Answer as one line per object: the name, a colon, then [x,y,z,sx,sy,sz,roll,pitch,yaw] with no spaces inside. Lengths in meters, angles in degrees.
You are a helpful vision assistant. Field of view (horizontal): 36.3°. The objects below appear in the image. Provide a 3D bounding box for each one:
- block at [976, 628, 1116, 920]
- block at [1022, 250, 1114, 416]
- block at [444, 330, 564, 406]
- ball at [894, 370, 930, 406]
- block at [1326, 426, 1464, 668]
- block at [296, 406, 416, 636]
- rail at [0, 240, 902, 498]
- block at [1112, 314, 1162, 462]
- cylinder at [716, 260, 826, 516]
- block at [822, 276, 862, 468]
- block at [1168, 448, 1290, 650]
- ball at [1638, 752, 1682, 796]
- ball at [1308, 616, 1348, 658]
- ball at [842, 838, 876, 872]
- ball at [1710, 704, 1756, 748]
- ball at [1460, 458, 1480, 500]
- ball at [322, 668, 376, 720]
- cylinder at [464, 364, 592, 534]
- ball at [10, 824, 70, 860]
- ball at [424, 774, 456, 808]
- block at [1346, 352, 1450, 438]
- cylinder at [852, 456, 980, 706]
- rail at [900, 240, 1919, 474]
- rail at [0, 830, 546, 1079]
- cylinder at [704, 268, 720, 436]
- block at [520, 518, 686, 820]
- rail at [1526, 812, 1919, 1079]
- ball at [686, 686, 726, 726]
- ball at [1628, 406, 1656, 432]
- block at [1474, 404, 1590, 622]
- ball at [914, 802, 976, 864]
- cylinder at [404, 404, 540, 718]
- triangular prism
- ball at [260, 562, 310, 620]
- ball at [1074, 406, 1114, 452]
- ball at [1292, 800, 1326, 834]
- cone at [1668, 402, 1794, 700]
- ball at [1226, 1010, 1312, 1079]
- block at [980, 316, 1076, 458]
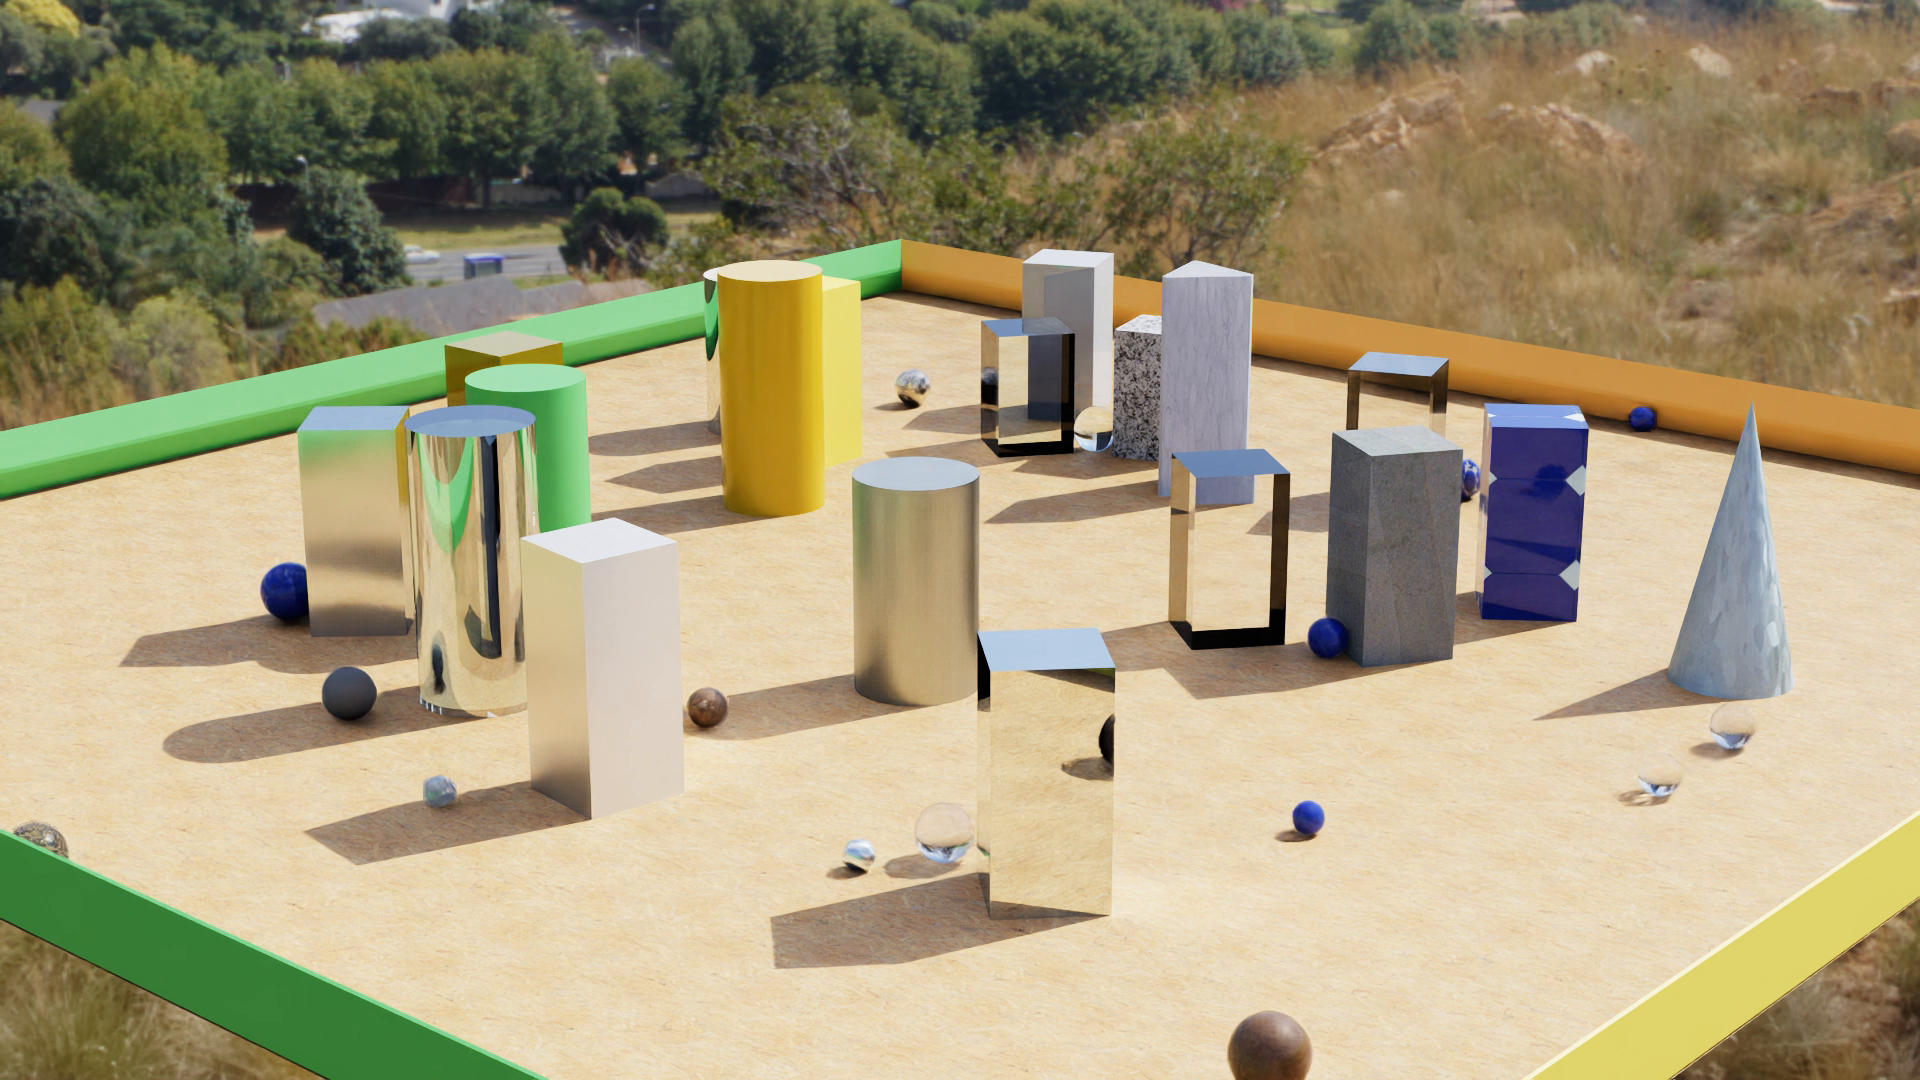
block: [0.110,0.305,3.847,0.160,0.343,0.160,-2,17,-5]
block: [0.234,-0.451,6.380,0.160,0.331,0.160,5,18,17]
block: [-0.881,-0.233,5.701,0.160,0.305,0.160,14,21,38]
ball: [-0.104,-0.335,6.434,0.078,0.078,0.078,0,17,0]
block: [0.709,0.009,4.810,0.160,0.356,0.160,-5,17,-15]
block: [-1.011,-0.032,4.944,0.160,0.358,0.160,0,17,-2]
rail: [-1.356,-0.307,6.247,0.045,0.130,3.725,14,22,39]
block: [0.419,-0.311,6.027,0.160,0.266,0.160,7,18,22]
cylinder: [-0.361,-0.292,5.632,0.200,0.458,0.200,0,17,0]
block: [-0.313,-0.342,5.960,0.160,0.365,0.160,12,21,35]
block: [0.448,0.014,4.896,0.160,0.296,0.160,-3,17,-10]
ball: [1.009,0.338,4.226,0.063,0.063,0.063,0,17,0]
ball: [0.603,0.160,4.811,0.067,0.067,0.067,0,17,0]
ball: [-0.136,0.425,3.965,0.046,0.046,0.046,0,17,0]
ball: [1.162,0.280,4.409,0.068,0.068,0.068,0,17,0]
ball: [0.979,-0.119,5.715,0.079,0.079,0.079,0,17,0]
ball: [-0.943,0.237,4.524,0.083,0.083,0.083,0,17,0]
cylinder: [-0.724,-0.068,4.946,0.200,0.424,0.200,0,17,0]
ball: [-1.232,0.421,3.904,0.088,0.088,0.088,0,17,0]
ball: [-0.742,0.358,4.186,0.046,0.046,0.046,0,17,0]
block: [0.843,-0.208,5.672,0.160,0.274,0.160,6,18,20]
cylinder: [-0.069,0.064,4.636,0.200,0.351,0.200,0,17,0]
rail: [1.205,-0.368,6.449,3.639,0.130,0.045,14,22,39]
rail: [-1.205,0.433,3.790,3.639,0.130,0.045,14,22,39]
cylinder: [-0.439,-0.401,6.212,0.200,0.332,0.200,0,17,0]
block: [-0.510,0.182,4.195,0.160,0.380,0.160,-14,21,-38]
rail: [1.356,0.372,3.992,0.045,0.130,3.725,14,22,39]
ball: [-0.389,0.256,4.500,0.061,0.061,0.061,0,17,0]
ball: [1.446,-0.257,6.216,0.055,0.055,0.055,0,17,0]
block: [0.978,-0.048,5.027,0.160,0.340,0.160,1,17,5]
ball: [-0.021,0.398,3.989,0.083,0.083,0.083,0,17,0]
cylinder: [-0.753,0.032,4.571,0.200,0.449,0.200,0,17,0]
triangular prism: [0.469,-0.319,5.757,0.173,0.437,0.150,-2,17,-5]
ball: [-1.141,0.088,4.993,0.100,0.100,0.100,0,17,0]
ball: [0.280,-0.230,6.054,0.096,0.096,0.096,0,17,0]
ball: [0.486,0.387,4.089,0.047,0.047,0.047,0,17,0]
cone: [1.239,0.002,4.650,0.200,0.462,0.200,0,17,0]
ball: [0.353,0.586,3.342,0.098,0.098,0.098,0,17,0]
block: [0.139,-0.317,6.072,0.160,0.253,0.160,-4,17,-12]
